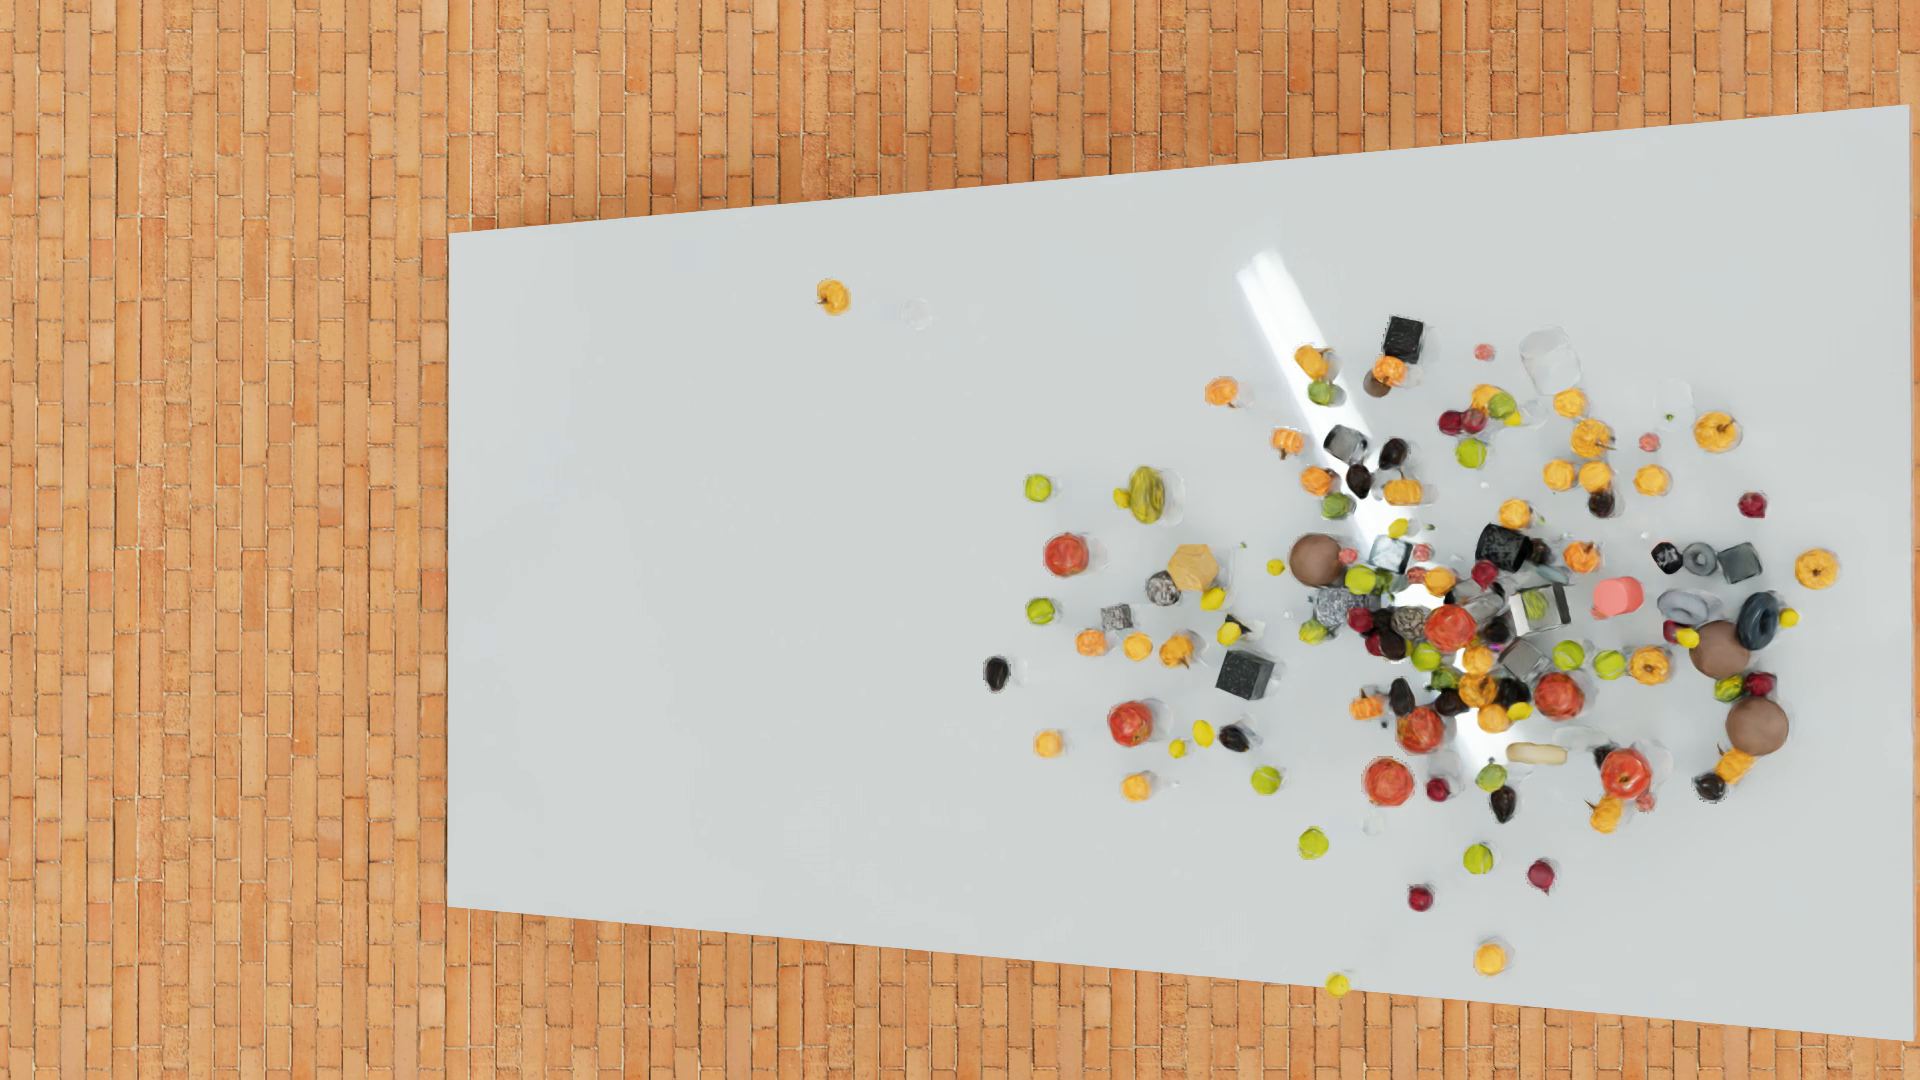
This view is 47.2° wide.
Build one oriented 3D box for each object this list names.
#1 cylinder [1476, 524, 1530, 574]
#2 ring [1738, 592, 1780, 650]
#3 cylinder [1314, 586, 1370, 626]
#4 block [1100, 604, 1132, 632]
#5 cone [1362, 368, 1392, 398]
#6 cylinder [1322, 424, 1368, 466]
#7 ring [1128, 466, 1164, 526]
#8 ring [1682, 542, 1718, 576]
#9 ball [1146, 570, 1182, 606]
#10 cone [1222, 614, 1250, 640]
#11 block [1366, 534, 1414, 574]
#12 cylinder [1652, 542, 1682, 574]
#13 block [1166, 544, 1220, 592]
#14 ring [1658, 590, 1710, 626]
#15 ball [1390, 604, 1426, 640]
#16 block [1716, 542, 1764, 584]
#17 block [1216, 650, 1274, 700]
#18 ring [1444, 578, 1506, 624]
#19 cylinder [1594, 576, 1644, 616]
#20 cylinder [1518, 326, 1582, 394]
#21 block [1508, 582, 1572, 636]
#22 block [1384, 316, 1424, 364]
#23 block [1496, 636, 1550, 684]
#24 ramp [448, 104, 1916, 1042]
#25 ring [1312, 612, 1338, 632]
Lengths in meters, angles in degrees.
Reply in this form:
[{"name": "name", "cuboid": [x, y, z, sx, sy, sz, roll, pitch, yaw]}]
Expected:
[{"name": "cylinder", "cuboid": [1.245, 0.019, 5.049, 0.092, 0.092, 0.092, 21, 89, 26]}, {"name": "ring", "cuboid": [1.724, 0.175, 4.745, 0.131, 0.044, 0.131, -12, 109, -39]}, {"name": "cylinder", "cuboid": [0.901, 0.155, 5.187, 0.092, 0.092, 0.092, -5, 89, 43]}, {"name": "block", "cuboid": [0.391, 0.195, 5.509, 0.058, 0.058, 0.058, -10, 85, 27]}, {"name": "cone", "cuboid": [0.977, -0.374, 5.203, 0.072, 0.072, 0.072, 0, 89, 27]}, {"name": "cylinder", "cuboid": [0.915, -0.225, 5.228, 0.076, 0.076, 0.076, 37, 89, 28]}, {"name": "ring", "cuboid": [0.461, -0.110, 5.426, 0.049, 0.148, 0.148, -3, 89, 29]}, {"name": "ring", "cuboid": [1.638, 0.042, 4.870, 0.078, 0.026, 0.078, 17, 121, 31]}, {"name": "ball", "cuboid": [0.504, 0.120, 5.434, 0.088, 0.088, 0.088, 0, 89, 0]}, {"name": "cone", "cuboid": [0.681, 0.217, 5.372, 0.065, 0.065, 0.065, 12, 89, -1]}, {"name": "block", "cuboid": [1.013, 0.033, 5.179, 0.073, 0.073, 0.073, 20, 99, 26]}, {"name": "cylinder", "cuboid": [1.573, 0.039, 4.889, 0.053, 0.053, 0.053, -50, 134, 0]}, {"name": "block", "cuboid": [0.569, 0.067, 5.368, 0.080, 0.080, 0.080, -53, 129, -31]}, {"name": "ring", "cuboid": [1.585, 0.149, 4.818, 0.114, 0.114, 0.038, 26, 70, 0]}, {"name": "ball", "cuboid": [1.051, 0.194, 5.152, 0.084, 0.084, 0.084, 0, 89, 0]}, {"name": "block", "cuboid": [1.708, 0.050, 4.819, 0.071, 0.071, 0.071, -24, 78, 25]}, {"name": "block", "cuboid": [0.691, 0.327, 5.332, 0.093, 0.093, 0.093, 22, 99, 26]}, {"name": "ring", "cuboid": [1.183, 0.140, 5.057, 0.143, 0.143, 0.048, -5, 49, 0]}, {"name": "cylinder", "cuboid": [1.474, 0.126, 4.924, 0.082, 0.082, 0.082, 4, 96, 42]}, {"name": "cylinder", "cuboid": [1.168, -0.356, 4.350, 0.097, 0.097, 0.097, -35, 120, 0]}, {"name": "block", "cuboid": [1.288, 0.154, 4.887, 0.093, 0.093, 0.093, -10, 79, -7]}, {"name": "block", "cuboid": [1.041, -0.467, 5.148, 0.077, 0.077, 0.077, 14, 75, 16]}, {"name": "block", "cuboid": [1.285, 0.274, 5.016, 0.075, 0.075, 0.075, 44, 101, 28]}, {"name": "ramp", "cuboid": [0.278, 0.078, 5.658, 4.000, 0.100, 2.000, 0, 89, 27]}, {"name": "ring", "cuboid": [0.883, 0.181, 5.273, 0.076, 0.025, 0.076, 0, 91, 27]}]
